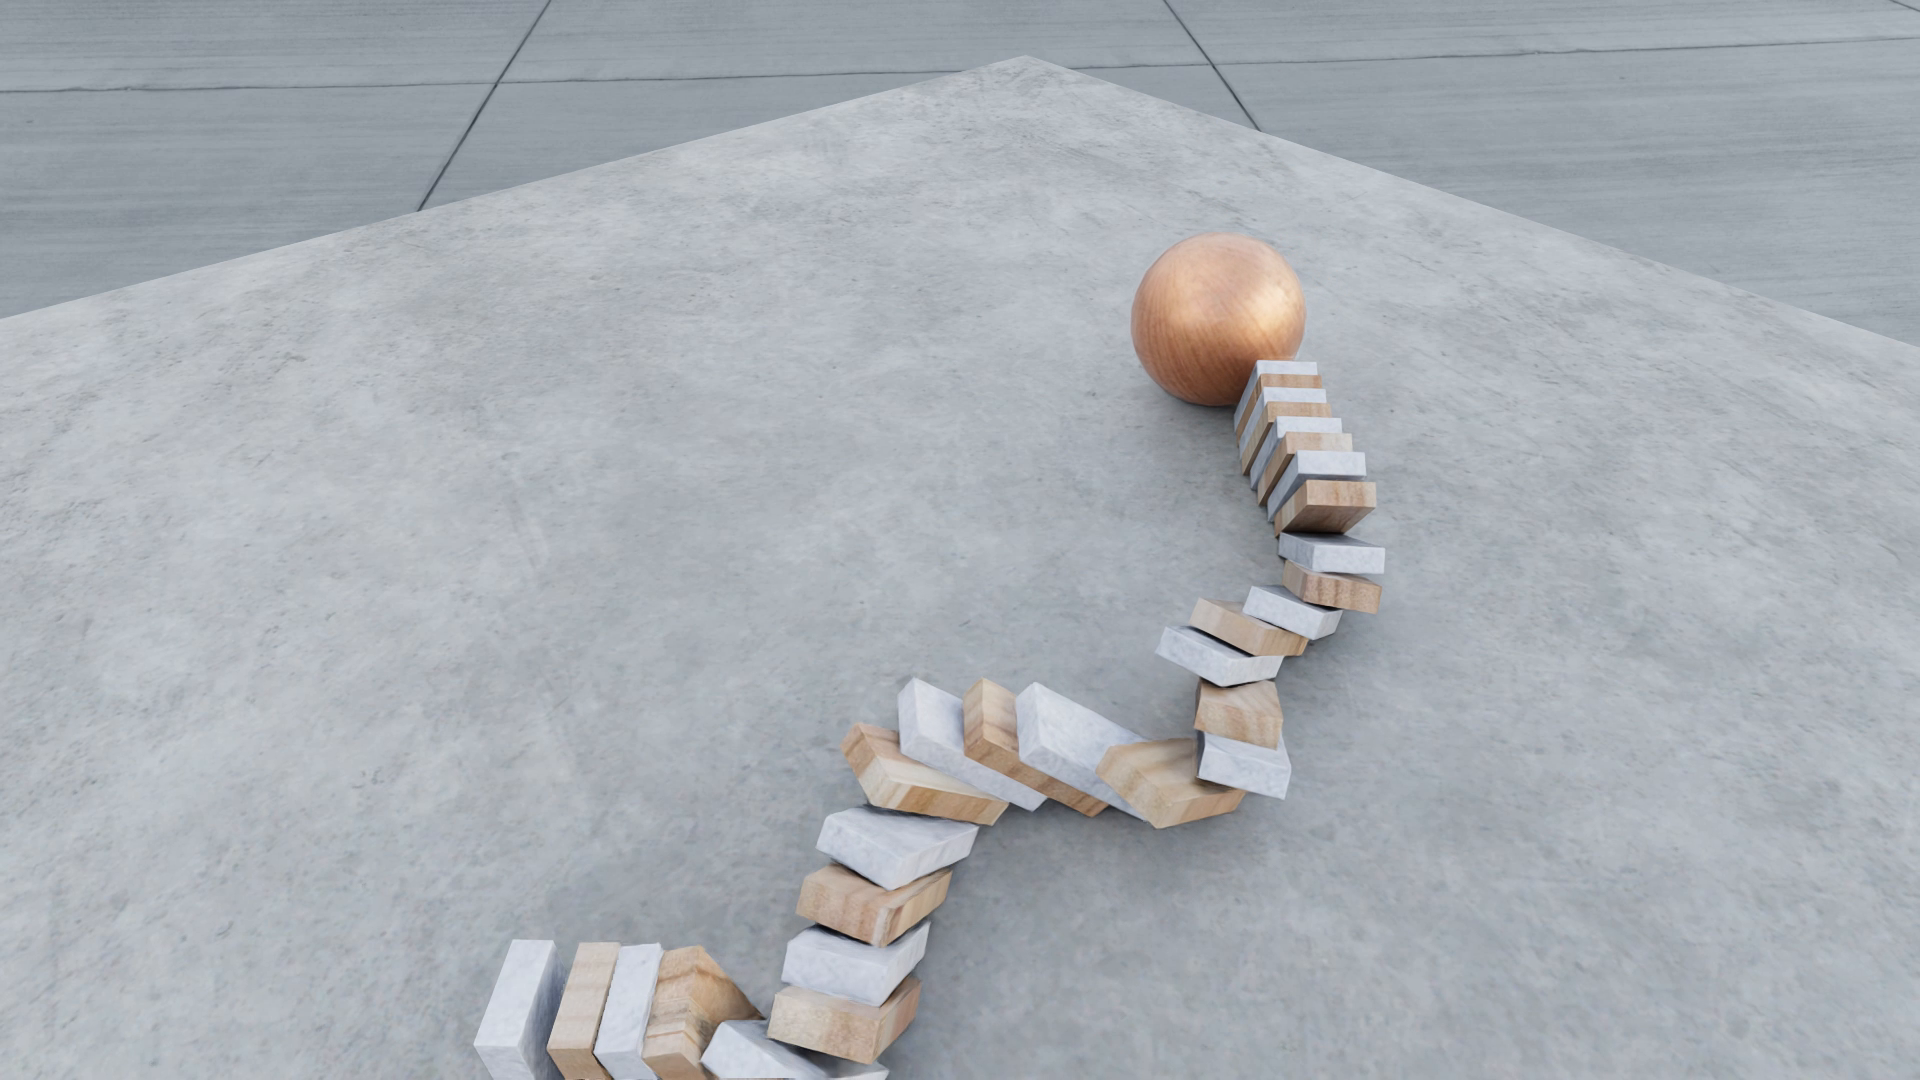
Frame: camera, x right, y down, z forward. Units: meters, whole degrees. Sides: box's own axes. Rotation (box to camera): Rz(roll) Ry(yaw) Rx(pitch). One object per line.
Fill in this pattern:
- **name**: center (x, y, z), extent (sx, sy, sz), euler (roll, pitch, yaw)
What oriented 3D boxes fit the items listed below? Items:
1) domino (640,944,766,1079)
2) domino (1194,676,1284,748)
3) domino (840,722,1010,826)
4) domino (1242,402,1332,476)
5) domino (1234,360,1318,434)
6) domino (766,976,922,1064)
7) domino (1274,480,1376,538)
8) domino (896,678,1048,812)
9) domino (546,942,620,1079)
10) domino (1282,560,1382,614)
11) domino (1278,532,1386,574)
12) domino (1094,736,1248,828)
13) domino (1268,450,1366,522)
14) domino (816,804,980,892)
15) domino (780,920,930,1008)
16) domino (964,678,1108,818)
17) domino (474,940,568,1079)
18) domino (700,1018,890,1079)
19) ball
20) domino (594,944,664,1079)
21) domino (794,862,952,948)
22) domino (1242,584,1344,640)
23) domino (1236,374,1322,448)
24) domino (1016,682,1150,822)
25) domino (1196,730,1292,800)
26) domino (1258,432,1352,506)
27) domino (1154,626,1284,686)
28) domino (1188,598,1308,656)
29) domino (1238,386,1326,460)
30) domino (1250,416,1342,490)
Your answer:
- **domino**: center (-0.057, 0.122, 0.262), extent (0.009, 0.050, 0.025), euler (-14, 39, 11)
- **domino**: center (0.090, 0.053, 0.357), extent (0.025, 0.009, 0.050), euler (13, 8, 11)
- **domino**: center (-0.010, 0.071, 0.333), extent (0.050, 0.009, 0.025), euler (22, 19, -41)
- **domino**: center (0.137, -0.042, 0.464), extent (0.025, 0.050, 0.009), euler (2, 68, 3)
- **domino**: center (0.139, -0.062, 0.489), extent (0.025, 0.050, 0.009), euler (2, 68, 3)
- **domino**: center (-0.027, 0.116, 0.274), extent (0.025, 0.050, 0.010), euler (10, 80, 11)
- **domino**: center (0.141, -0.011, 0.428), extent (0.025, 0.050, 0.010), euler (2, 76, 3)
- **domino**: center (0.004, 0.064, 0.342), extent (0.050, 0.009, 0.025), euler (29, 26, -23)
- **domino**: center (-0.083, 0.121, 0.263), extent (0.009, 0.050, 0.025), euler (-2, 39, 4)
- **domino**: center (0.135, 0.016, 0.402), extent (0.025, 0.009, 0.050), euler (9, 6, 7)
- **domino**: center (0.140, 0.004, 0.417), extent (0.025, 0.010, 0.050), euler (2, 6, 2)
- **domino**: center (0.065, 0.073, 0.333), extent (0.025, 0.010, 0.050), euler (40, 20, 35)
- **domino**: center (0.141, -0.020, 0.438), extent (0.025, 0.050, 0.009), euler (2, 70, 3)
- **domino**: center (-0.017, 0.085, 0.316), extent (0.025, 0.009, 0.050), euler (22, 5, 25)
- **domino**: center (-0.026, 0.107, 0.287), extent (0.025, 0.050, 0.010), euler (10, 85, 11)
- **domino**: center (0.024, 0.065, 0.342), extent (0.050, 0.010, 0.025), euler (30, 33, -22)
- **domino**: center (-0.100, 0.121, 0.264), extent (0.009, 0.050, 0.025), euler (1, 39, 1)
- **domino**: center (-0.038, 0.125, 0.261), extent (0.025, 0.050, 0.009), euler (23, 77, 25)
- **ball**: center (0.120, -0.103, 0.513), extent (0.080, 0.080, 0.080), euler (0, 39, 0)
- **domino**: center (-0.070, 0.121, 0.263), extent (0.010, 0.050, 0.025), euler (-8, 39, 6)
- **domino**: center (-0.022, 0.096, 0.302), extent (0.025, 0.010, 0.050), euler (15, 0, 18)
- **domino**: center (0.119, 0.025, 0.391), extent (0.025, 0.010, 0.050), euler (23, 8, 25)
- **domino**: center (0.139, -0.056, 0.481), extent (0.025, 0.050, 0.010), euler (2, 68, 3)
- **domino**: center (0.040, 0.066, 0.341), extent (0.050, 0.009, 0.025), euler (29, 33, -23)
- **domino**: center (0.087, 0.065, 0.343), extent (0.025, 0.009, 0.050), euler (13, 9, 10)
- **domino**: center (0.139, -0.028, 0.447), extent (0.025, 0.050, 0.009), euler (2, 68, 3)
- **domino**: center (0.089, 0.039, 0.375), extent (0.025, 0.010, 0.050), euler (27, 13, 33)
- **domino**: center (0.102, 0.030, 0.383), extent (0.025, 0.009, 0.050), euler (27, 10, 33)
- **domino**: center (0.138, -0.049, 0.472), extent (0.025, 0.050, 0.010), euler (2, 68, 3)
- **domino**: center (0.138, -0.035, 0.455), extent (0.025, 0.050, 0.009), euler (2, 68, 3)
